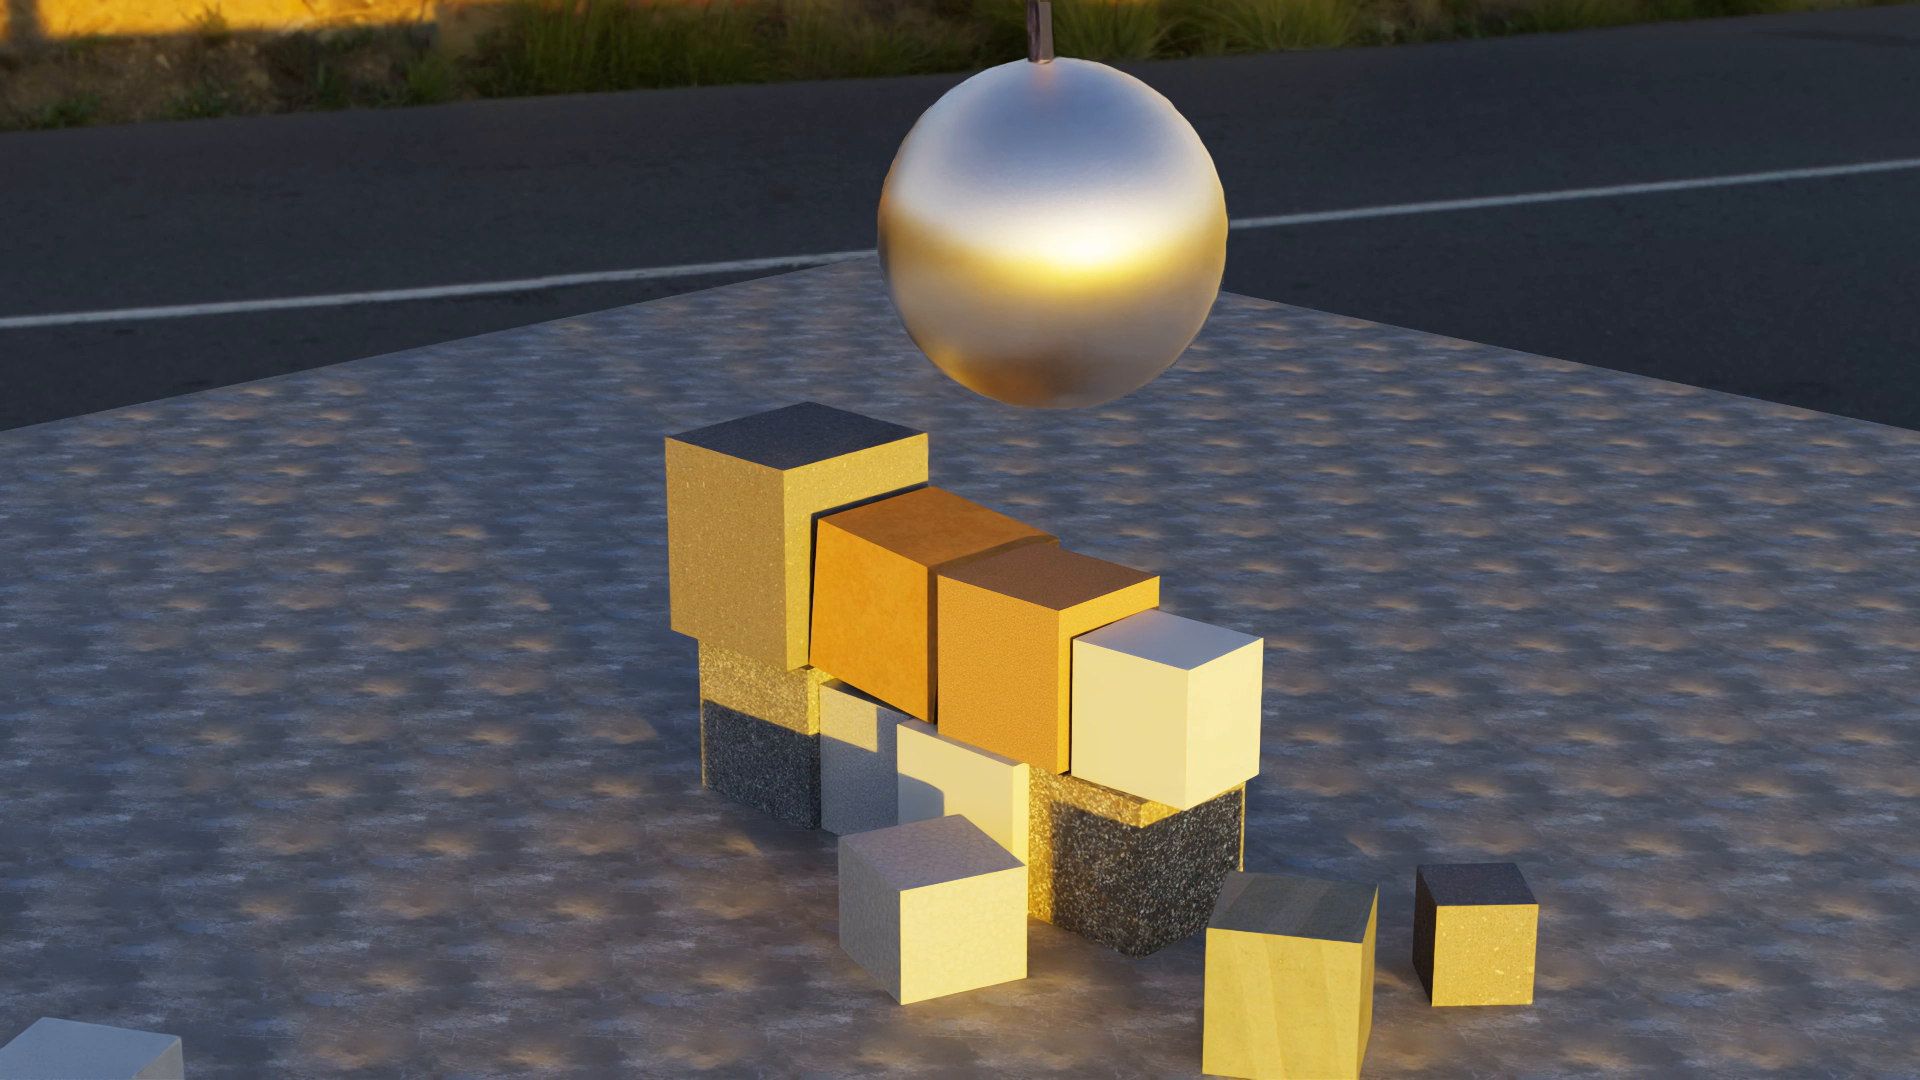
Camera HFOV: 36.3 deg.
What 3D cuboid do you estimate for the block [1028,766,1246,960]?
[{"bbox_3d":[0.779,1.320,12.947,0.689,0.718,0.653,-17,24,-42],"label":"block"}]

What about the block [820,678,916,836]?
[{"bbox_3d":[-0.203,1.015,13.899,0.604,0.729,0.690,17,24,42],"label":"block"}]

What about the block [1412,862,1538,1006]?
[{"bbox_3d":[2.161,1.654,12.326,0.420,0.452,0.425,-1,17,-3],"label":"block"}]

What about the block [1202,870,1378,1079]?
[{"bbox_3d":[1.323,1.751,11.720,0.605,0.631,0.571,4,18,13],"label":"block"}]

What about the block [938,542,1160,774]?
[{"bbox_3d":[0.390,0.512,13.033,0.717,0.746,0.662,16,23,41],"label":"block"}]

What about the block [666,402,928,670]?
[{"bbox_3d":[-0.779,-0.040,14.145,0.837,0.972,0.931,16,24,42],"label":"block"}]

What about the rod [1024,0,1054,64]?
[{"bbox_3d":[0.181,-4.548,12.102,0.080,5.200,0.080,17,30,42],"label":"rod"}]

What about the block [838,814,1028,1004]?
[{"bbox_3d":[-0.121,1.565,12.509,0.586,0.514,0.631,-8,19,-25],"label":"block"}]

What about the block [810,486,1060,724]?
[{"bbox_3d":[-0.124,0.288,13.627,0.822,0.735,0.753,23,28,39],"label":"block"}]

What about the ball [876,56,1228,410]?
[{"bbox_3d":[0.418,-1.391,13.342,1.600,1.600,1.600,0,17,0],"label":"ball"}]

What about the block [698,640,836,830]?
[{"bbox_3d":[-0.704,0.827,14.361,0.789,0.811,0.814,17,24,42],"label":"block"}]

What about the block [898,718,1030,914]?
[{"bbox_3d":[0.284,1.167,13.412,0.873,0.731,0.732,-17,24,-42],"label":"block"}]

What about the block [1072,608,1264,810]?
[{"bbox_3d":[0.889,0.720,12.616,0.609,0.625,0.538,14,22,38],"label":"block"}]

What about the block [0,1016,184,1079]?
[{"bbox_3d":[-3.202,2.148,10.559,0.573,0.570,0.631,5,18,15],"label":"block"}]
